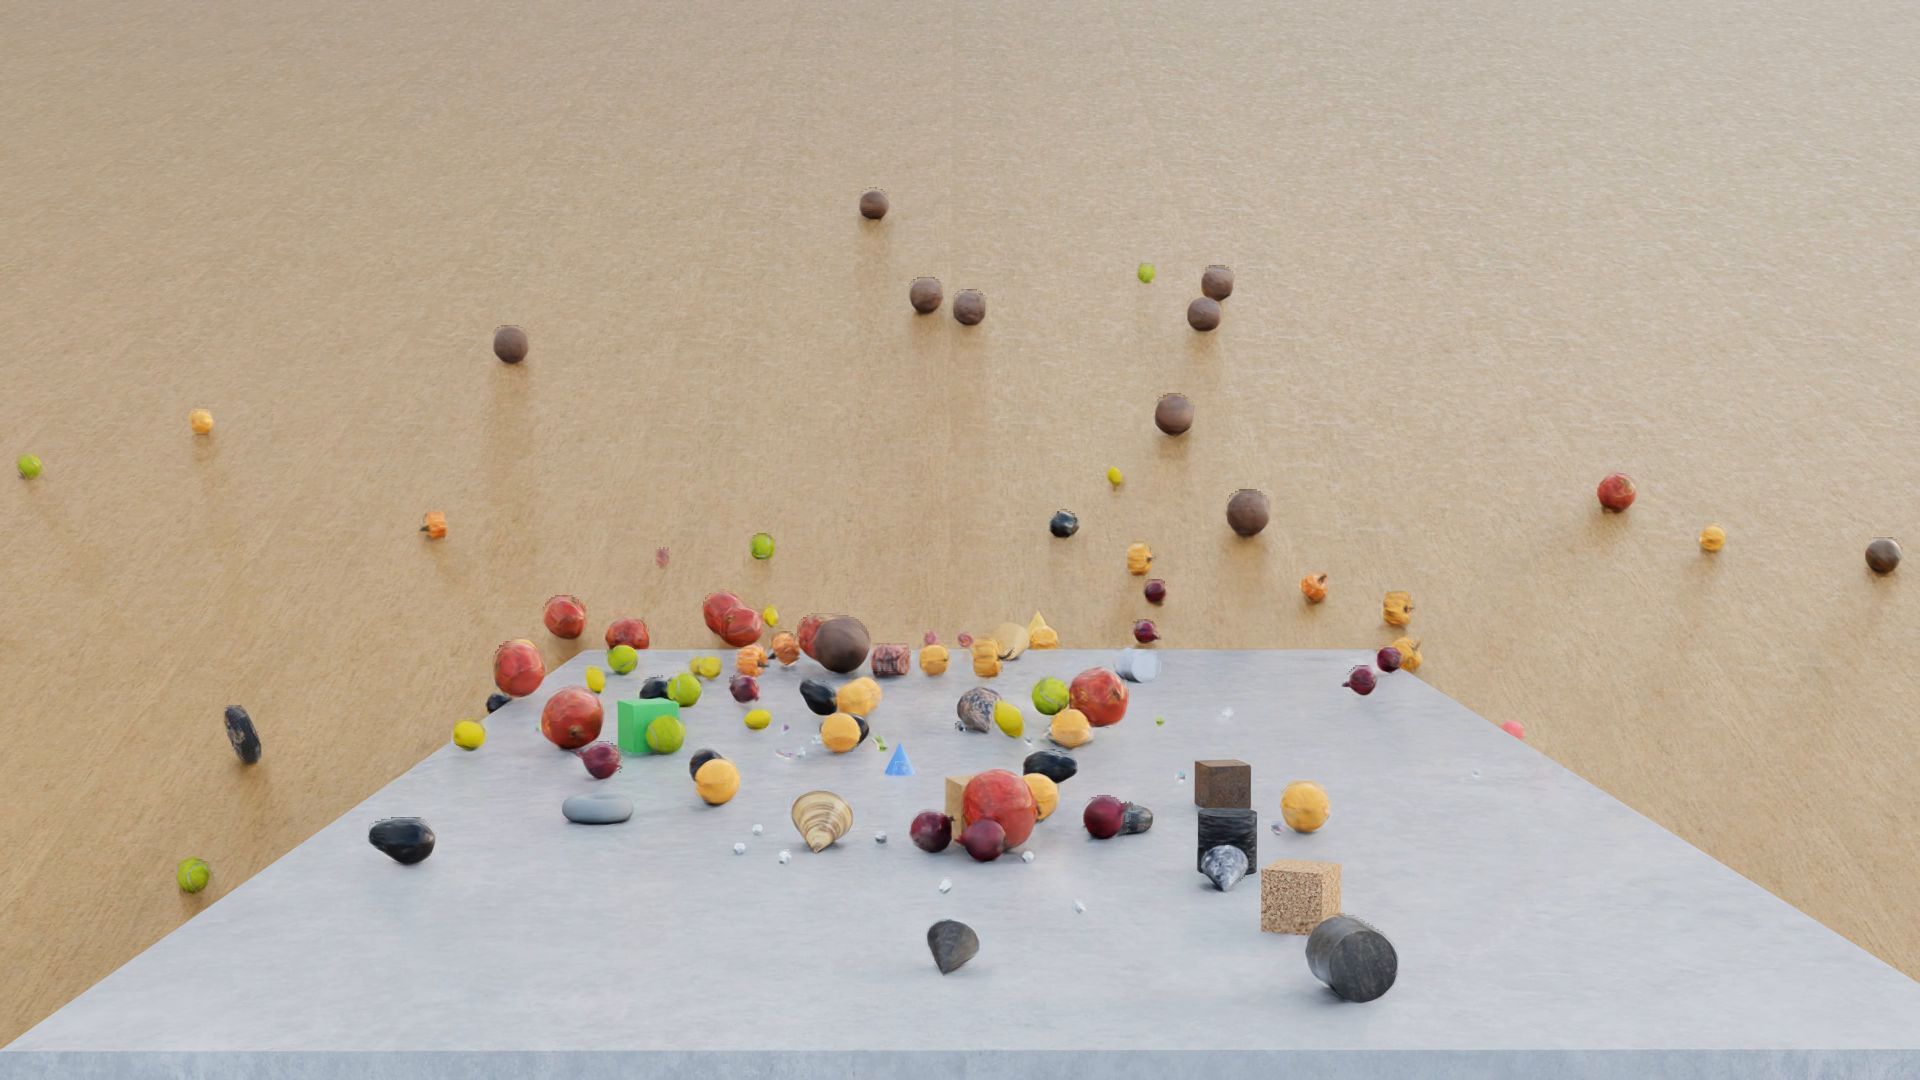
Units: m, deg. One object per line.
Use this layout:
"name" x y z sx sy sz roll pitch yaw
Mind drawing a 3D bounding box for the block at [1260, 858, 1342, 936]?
"block" 0.413 0.432 3.109 0.076 0.076 0.076 1 4 26

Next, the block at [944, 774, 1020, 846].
"block" 0.032 0.392 3.736 0.087 0.087 0.087 -1 3 -15

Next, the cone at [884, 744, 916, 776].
"cone" -0.102 0.372 4.393 0.054 0.054 0.054 0 3 0

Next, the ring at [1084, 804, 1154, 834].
"ring" 0.236 0.414 3.819 0.102 0.034 0.102 1 3 0

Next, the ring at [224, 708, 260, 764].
"ring" -1.706 0.464 6.112 0.048 0.143 0.143 -23 29 -26

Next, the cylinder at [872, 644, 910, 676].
"cylinder" -0.159 0.277 5.914 0.070 0.070 0.070 1 21 15

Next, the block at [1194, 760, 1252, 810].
"block" 0.412 0.384 4.033 0.069 0.069 0.069 -1 3 -14

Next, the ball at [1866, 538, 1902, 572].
"ball" 2.613 0.044 7.271 0.097 0.097 0.097 0 21 0

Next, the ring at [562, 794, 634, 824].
"ring" -0.551 0.408 3.910 0.109 0.036 0.109 1 2 0

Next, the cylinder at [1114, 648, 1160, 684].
"cylinder" 0.398 0.283 5.790 0.073 0.073 0.073 -12 9 -28

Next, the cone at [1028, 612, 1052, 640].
"cone" 0.208 0.220 6.846 0.072 0.072 0.072 0 21 0

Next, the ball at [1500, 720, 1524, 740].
"ball" 1.336 0.466 6.218 0.060 0.060 0.060 0 21 0

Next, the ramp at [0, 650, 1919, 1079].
"ramp" 0.049 0.441 4.532 2.000 0.100 4.000 0 3 0

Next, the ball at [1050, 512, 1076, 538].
"ball" 0.300 -0.043 7.487 0.078 0.078 0.078 0 21 0

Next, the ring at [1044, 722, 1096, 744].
"ring" 0.204 0.360 4.786 0.098 0.033 0.098 1 2 0

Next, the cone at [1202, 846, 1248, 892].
"cone" 0.347 0.442 3.361 0.061 0.061 0.061 1 30 3

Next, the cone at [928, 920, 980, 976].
"cone" -0.014 0.470 2.882 0.061 0.061 0.061 4 31 11

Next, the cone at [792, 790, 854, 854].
"cone" -0.201 0.420 3.660 0.090 0.090 0.090 1 30 4

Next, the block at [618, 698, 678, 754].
"block" -0.570 0.339 4.698 0.087 0.087 0.087 -2 4 -27

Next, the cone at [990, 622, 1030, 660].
"cone" 0.122 0.270 6.300 0.098 0.098 0.098 1 30 3

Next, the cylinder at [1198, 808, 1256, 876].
"cylinder" 0.363 0.409 3.488 0.080 0.080 0.080 0 3 0
